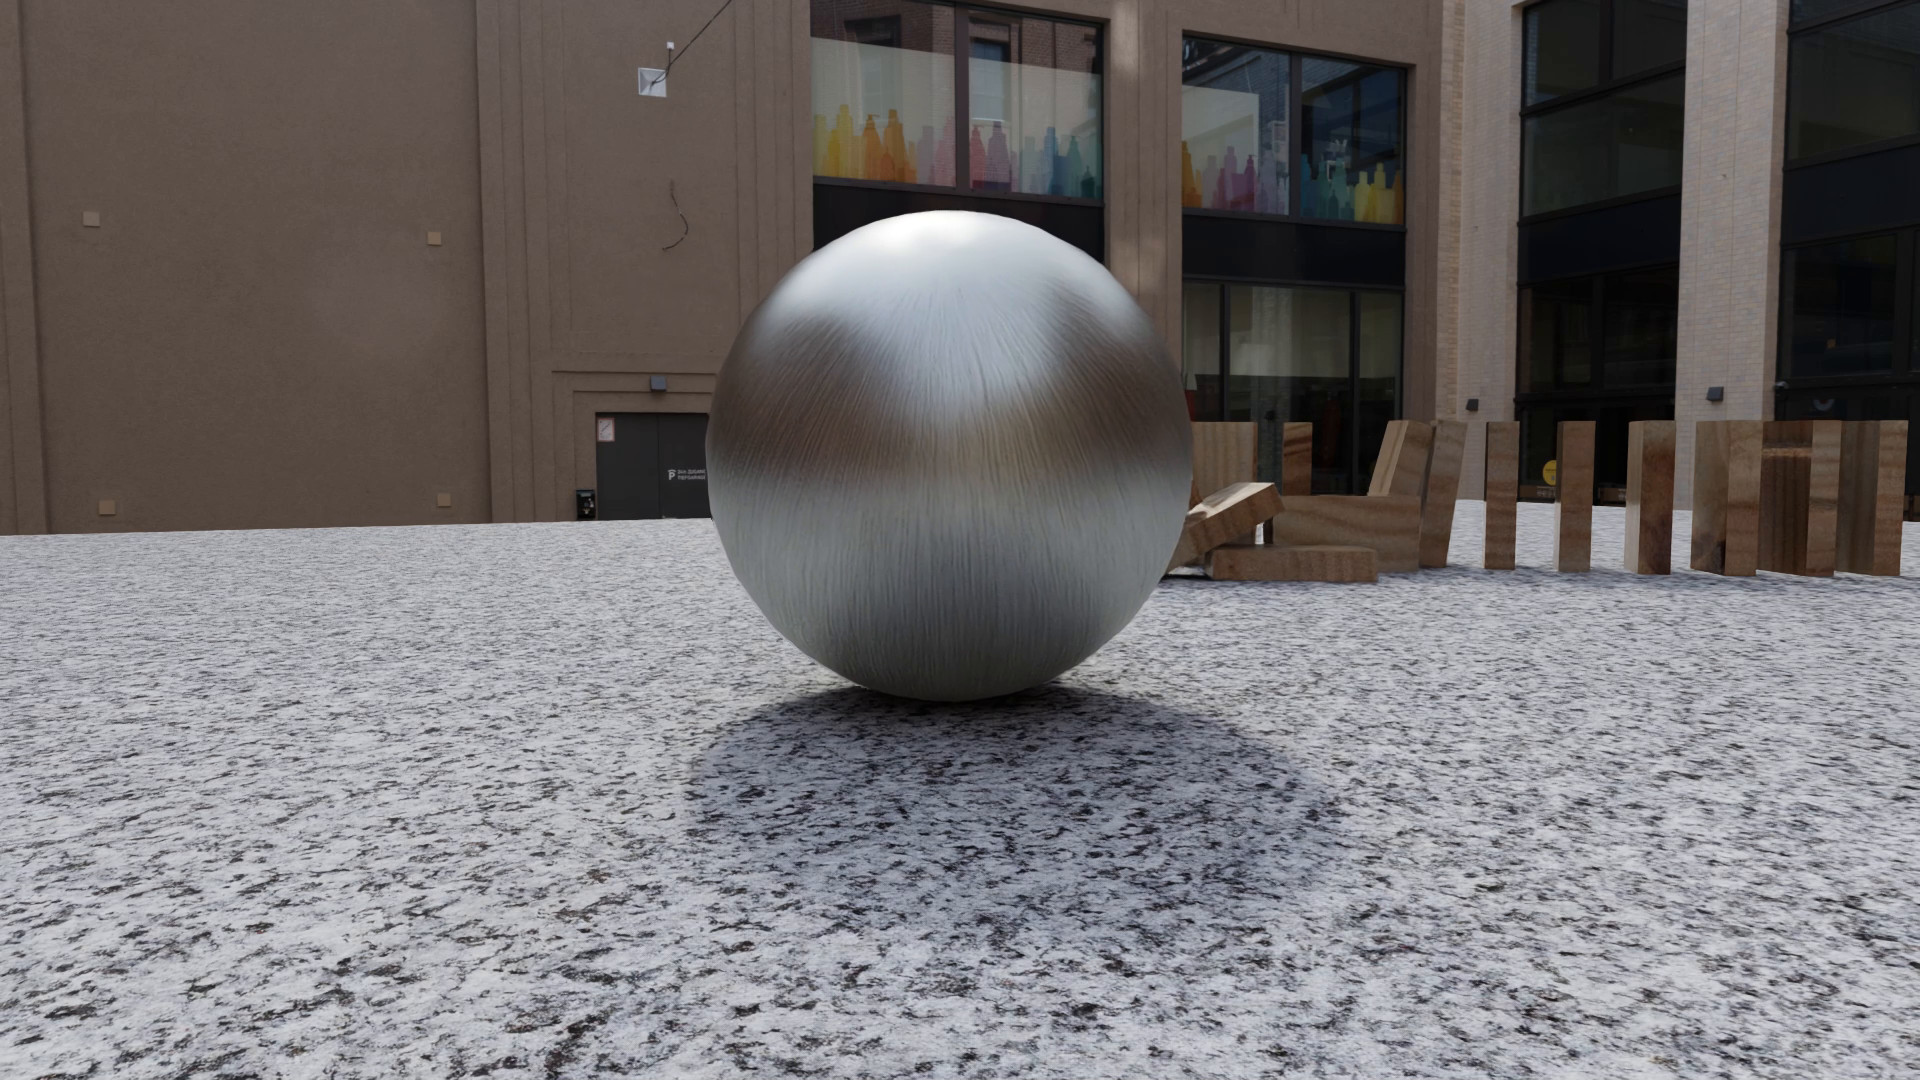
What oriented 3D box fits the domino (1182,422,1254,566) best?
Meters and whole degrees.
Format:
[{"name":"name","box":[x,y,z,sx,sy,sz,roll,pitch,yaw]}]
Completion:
[{"name":"domino","box":[0.089,-0.016,0.450,0.025,0.050,0.010,0,4,-4]}]

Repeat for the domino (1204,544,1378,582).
[{"name":"domino","box":[0.105,0.007,0.409,0.050,0.010,0.025,0,4,4]}]

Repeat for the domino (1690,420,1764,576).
[{"name":"domino","box":[0.253,-0.014,0.423,0.009,0.050,0.025,1,4,7]}]

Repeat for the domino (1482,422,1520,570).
[{"name":"domino","box":[0.187,-0.016,0.444,0.009,0.050,0.025,2,5,20]}]

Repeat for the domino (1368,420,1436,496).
[{"name":"domino","box":[0.154,-0.017,0.457,0.010,0.050,0.025,15,5,1]}]

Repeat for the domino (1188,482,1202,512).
[{"name":"domino","box":[0.051,-0.005,0.413,0.050,0.009,0.025,-35,21,-26]}]

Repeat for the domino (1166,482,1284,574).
[{"name":"domino","box":[0.077,-0.004,0.415,0.050,0.009,0.025,-27,10,-13]}]

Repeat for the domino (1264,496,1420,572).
[{"name":"domino","box":[0.127,-0.002,0.429,0.050,0.025,0.009,0,4,-4]}]

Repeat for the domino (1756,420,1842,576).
[{"name":"domino","box":[0.276,-0.014,0.423,0.009,0.050,0.025,0,4,-4]}]

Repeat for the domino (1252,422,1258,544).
[{"name":"domino","box":[0.099,-0.018,0.468,0.010,0.050,0.025,-1,4,-10]}]

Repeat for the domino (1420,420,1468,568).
[{"name":"domino","box":[0.168,-0.017,0.451,0.009,0.050,0.025,8,6,14]}]

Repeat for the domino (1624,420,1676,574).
[{"name":"domino","box":[0.230,-0.015,0.429,0.010,0.050,0.025,1,5,18]}]

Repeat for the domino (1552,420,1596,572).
[{"name":"domino","box":[0.209,-0.015,0.436,0.009,0.050,0.025,2,5,21]}]

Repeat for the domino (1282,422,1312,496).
[{"name":"domino","box":[0.122,-0.017,0.465,0.010,0.050,0.025,1,4,13]}]

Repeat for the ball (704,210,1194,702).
[{"name":"ball","box":[-0.002,-0.013,0.213,0.080,0.080,0.080,0,4,0]}]

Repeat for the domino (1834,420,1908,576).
[{"name":"domino","box":[0.298,-0.014,0.426,0.009,0.050,0.025,0,4,-6]}]
